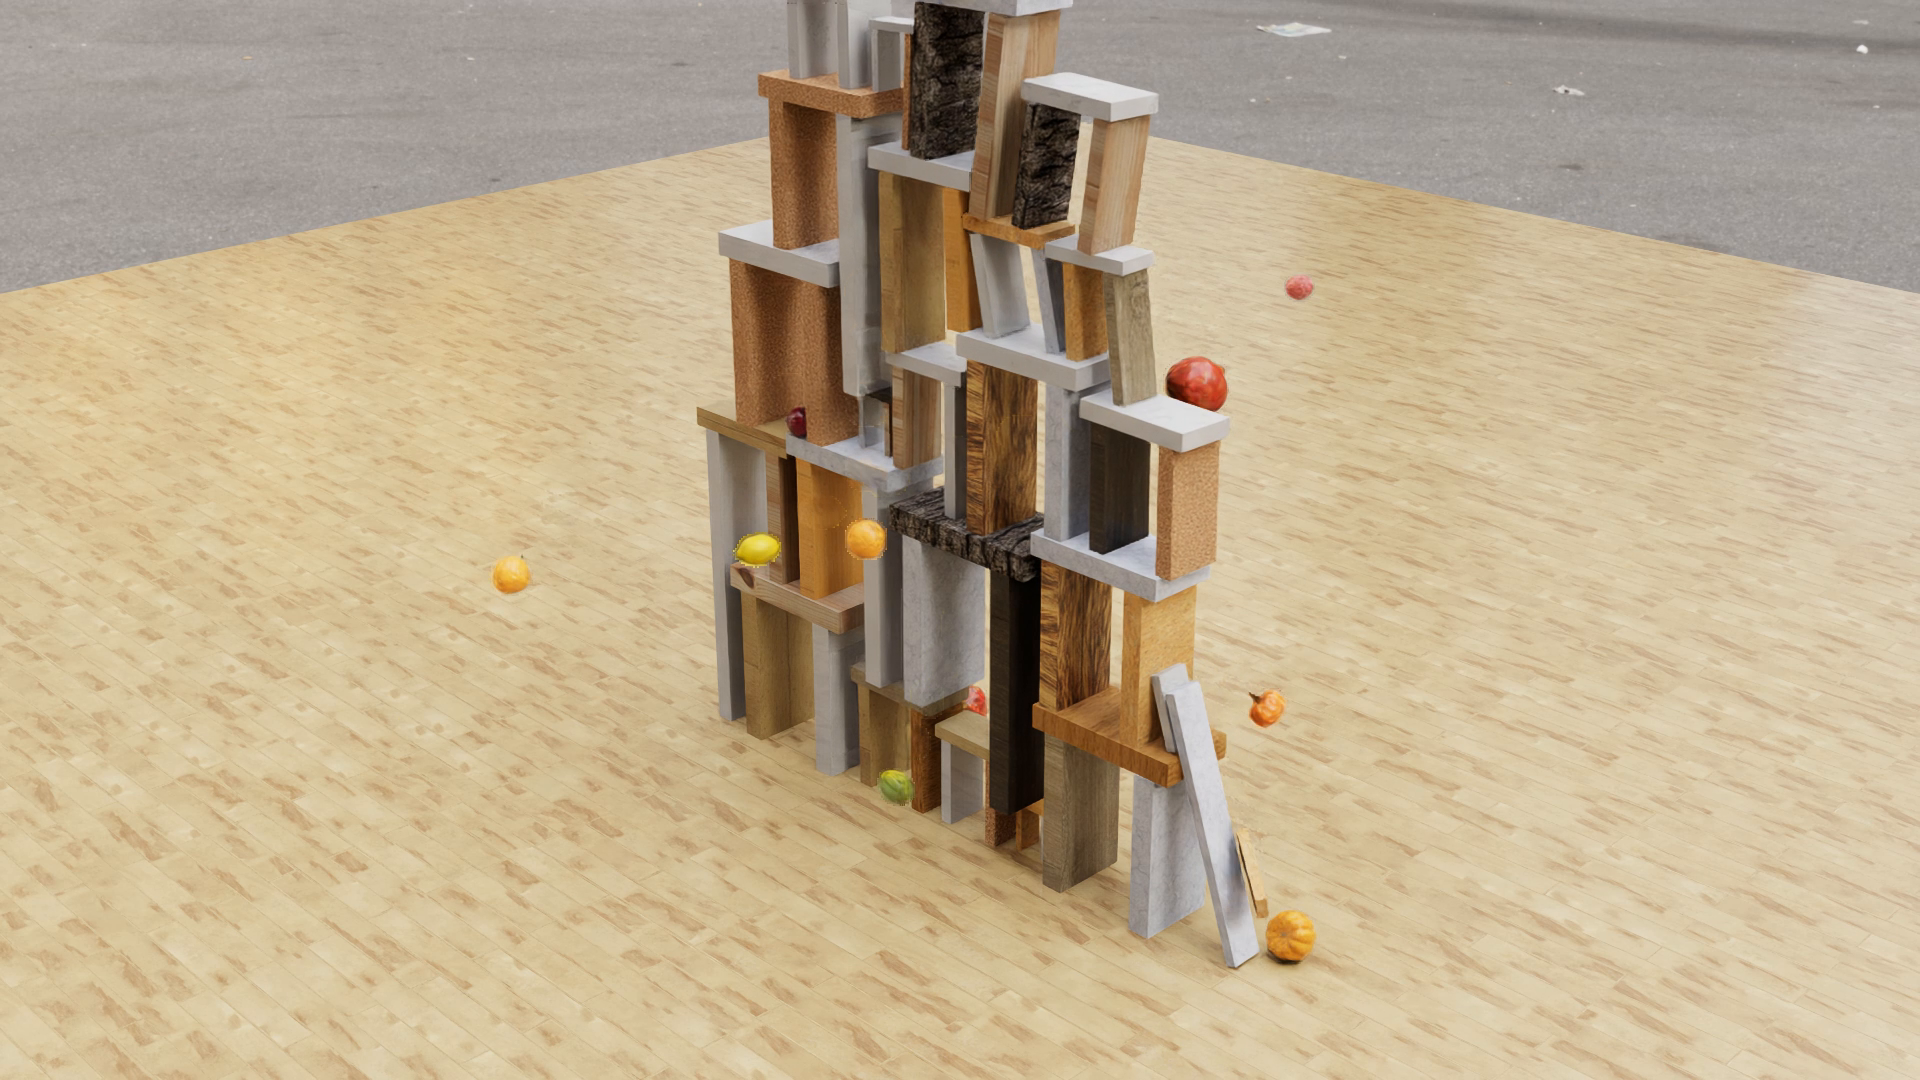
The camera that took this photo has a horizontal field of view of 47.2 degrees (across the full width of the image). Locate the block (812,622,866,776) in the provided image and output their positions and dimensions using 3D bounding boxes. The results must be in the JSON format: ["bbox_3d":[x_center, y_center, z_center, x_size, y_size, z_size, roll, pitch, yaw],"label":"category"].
[{"bbox_3d":[-0.225,0.308,4.599,0.048,0.340,0.170,21,31,41],"label":"block"}]

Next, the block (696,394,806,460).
[{"bbox_3d":[-0.398,-0.240,4.548,0.143,0.041,0.286,-21,31,-41],"label":"block"}]

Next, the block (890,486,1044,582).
[{"bbox_3d":[0.053,-0.020,4.164,0.178,0.050,0.355,-21,31,-40],"label":"block"}]

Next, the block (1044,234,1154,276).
[{"bbox_3d":[0.238,-0.488,3.759,0.173,0.024,0.086,20,30,39],"label":"block"}]

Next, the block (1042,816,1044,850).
[{"bbox_3d":[0.181,0.574,4.278,0.014,0.101,0.050,22,31,40],"label":"block"}]

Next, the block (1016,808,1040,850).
[{"bbox_3d":[0.133,0.556,4.322,0.050,0.101,0.014,-21,31,-40],"label":"block"}]

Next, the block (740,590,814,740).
[{"bbox_3d":[-0.385,0.246,4.746,0.048,0.340,0.170,21,31,41],"label":"block"}]

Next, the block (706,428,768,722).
[{"bbox_3d":[-0.465,0.063,4.750,0.041,0.675,0.143,21,31,41],"label":"block"}]

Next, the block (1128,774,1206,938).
[{"bbox_3d":[0.386,0.553,4.039,0.164,0.328,0.046,-21,31,-40],"label":"block"}]

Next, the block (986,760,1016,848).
[{"bbox_3d":[0.092,0.504,4.336,0.026,0.184,0.092,21,31,41],"label":"block"}]

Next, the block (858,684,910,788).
[{"bbox_3d":[-0.156,0.387,4.556,0.032,0.229,0.114,21,31,41],"label":"block"}]

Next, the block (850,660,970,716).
[{"bbox_3d":[-0.102,0.288,4.456,0.229,0.032,0.114,21,31,40],"label":"block"}]

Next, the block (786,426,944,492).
[{"bbox_3d":[-0.190,-0.172,4.348,0.150,0.043,0.301,-21,31,-40],"label":"block"}]

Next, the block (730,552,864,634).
[{"bbox_3d":[-0.305,0.098,4.597,0.340,0.048,0.170,21,31,41],"label":"block"}]

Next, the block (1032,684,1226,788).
[{"bbox_3d":[0.309,0.350,4.039,0.328,0.046,0.164,21,31,41],"label":"block"}]

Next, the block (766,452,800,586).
[{"bbox_3d":[-0.331,-0.063,4.549,0.041,0.286,0.143,21,31,41],"label":"block"}]

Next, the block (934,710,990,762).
[{"bbox_3d":[0.048,0.390,4.335,0.184,0.026,0.092,21,31,41],"label":"block"}]

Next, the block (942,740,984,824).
[{"bbox_3d":[0.005,0.470,4.416,0.026,0.184,0.092,21,31,41],"label":"block"}]

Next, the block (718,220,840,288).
[{"bbox_3d":[-0.306,-0.567,4.319,0.165,0.047,0.330,-21,31,-40],"label":"block"}]

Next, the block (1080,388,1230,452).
[{"bbox_3d":[0.333,-0.211,3.771,0.120,0.034,0.240,-19,30,-38],"label":"block"}]

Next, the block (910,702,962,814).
[{"bbox_3d":[-0.047,0.429,4.457,0.032,0.229,0.114,21,31,40],"label":"block"}]

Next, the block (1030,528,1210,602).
[{"bbox_3d":[0.284,0.027,3.925,0.149,0.042,0.297,-21,31,-41],"label":"block"}]

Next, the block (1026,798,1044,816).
[{"bbox_3d":[0.156,0.512,4.278,0.050,0.014,0.101,-21,30,-40],"label":"block"}]

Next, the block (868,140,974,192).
[{"bbox_3d":[-0.029,-0.680,3.970,0.261,0.037,0.131,21,31,40],"label":"block"}]

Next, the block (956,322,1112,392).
[{"bbox_3d":[0.147,-0.334,3.926,0.291,0.041,0.145,21,31,40],"label":"block"}]

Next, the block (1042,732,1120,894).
[{"bbox_3d":[0.232,0.492,4.182,0.164,0.328,0.046,-21,31,-41],"label":"block"}]

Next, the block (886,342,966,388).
[{"bbox_3d":[-0.034,-0.334,4.116,0.102,0.029,0.203,-21,31,-40],"label":"block"}]

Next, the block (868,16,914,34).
[{"bbox_3d":[-0.104,-0.923,3.941,0.111,0.016,0.055,17,27,35],"label":"block"}]

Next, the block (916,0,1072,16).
[{"bbox_3d":[0.047,-0.944,3.783,0.136,0.039,0.273,-21,30,-40],"label":"block"}]

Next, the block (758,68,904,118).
[{"bbox_3d":[-0.229,-0.841,4.109,0.145,0.041,0.290,-21,31,-40],"label":"block"}]

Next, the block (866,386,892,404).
[{"bbox_3d":[-0.147,-0.289,4.263,0.056,0.016,0.112,-20,30,-39],"label":"block"}]

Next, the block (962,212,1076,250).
[{"bbox_3d":[0.103,-0.551,3.865,0.185,0.026,0.093,22,32,40],"label":"block"}]

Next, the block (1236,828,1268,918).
[{"bbox_3d":[0.521,0.592,3.912,0.020,0.072,0.143,-13,54,2],"label":"block"}]

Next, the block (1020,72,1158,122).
[{"bbox_3d":[0.215,-0.743,3.683,0.109,0.031,0.219,-19,31,-37],"label":"block"}]
